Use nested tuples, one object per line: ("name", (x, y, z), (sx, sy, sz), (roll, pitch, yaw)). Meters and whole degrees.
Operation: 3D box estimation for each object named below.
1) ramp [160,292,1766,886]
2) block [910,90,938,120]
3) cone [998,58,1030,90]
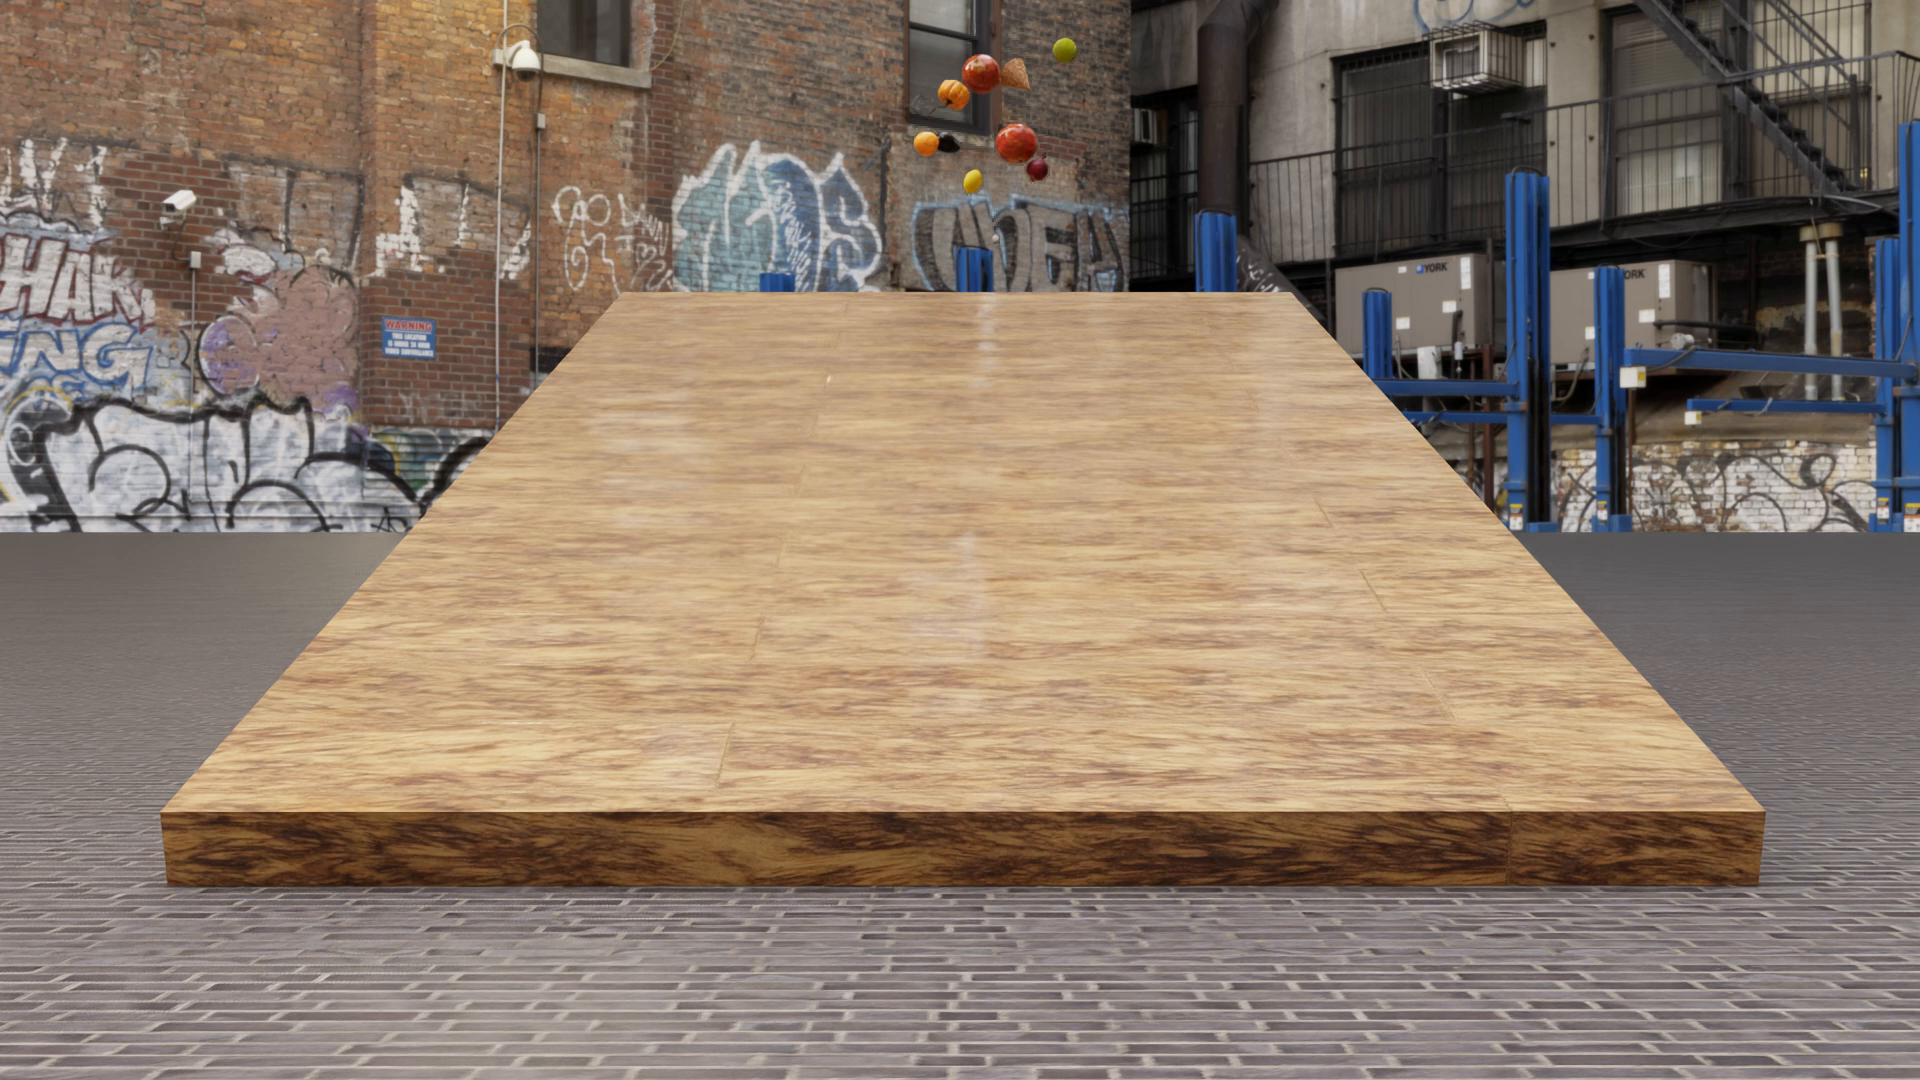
("ramp", (-0.002, -0.154, 4.681), (2.000, 0.100, 4.000), (0, 16, 0))
("block", (-0.101, -1.224, 6.195), (0.058, 0.058, 0.058), (37, 11, -11))
("cone", (0.168, -1.264, 6.063), (0.088, 0.088, 0.088), (0, 42, -50))
